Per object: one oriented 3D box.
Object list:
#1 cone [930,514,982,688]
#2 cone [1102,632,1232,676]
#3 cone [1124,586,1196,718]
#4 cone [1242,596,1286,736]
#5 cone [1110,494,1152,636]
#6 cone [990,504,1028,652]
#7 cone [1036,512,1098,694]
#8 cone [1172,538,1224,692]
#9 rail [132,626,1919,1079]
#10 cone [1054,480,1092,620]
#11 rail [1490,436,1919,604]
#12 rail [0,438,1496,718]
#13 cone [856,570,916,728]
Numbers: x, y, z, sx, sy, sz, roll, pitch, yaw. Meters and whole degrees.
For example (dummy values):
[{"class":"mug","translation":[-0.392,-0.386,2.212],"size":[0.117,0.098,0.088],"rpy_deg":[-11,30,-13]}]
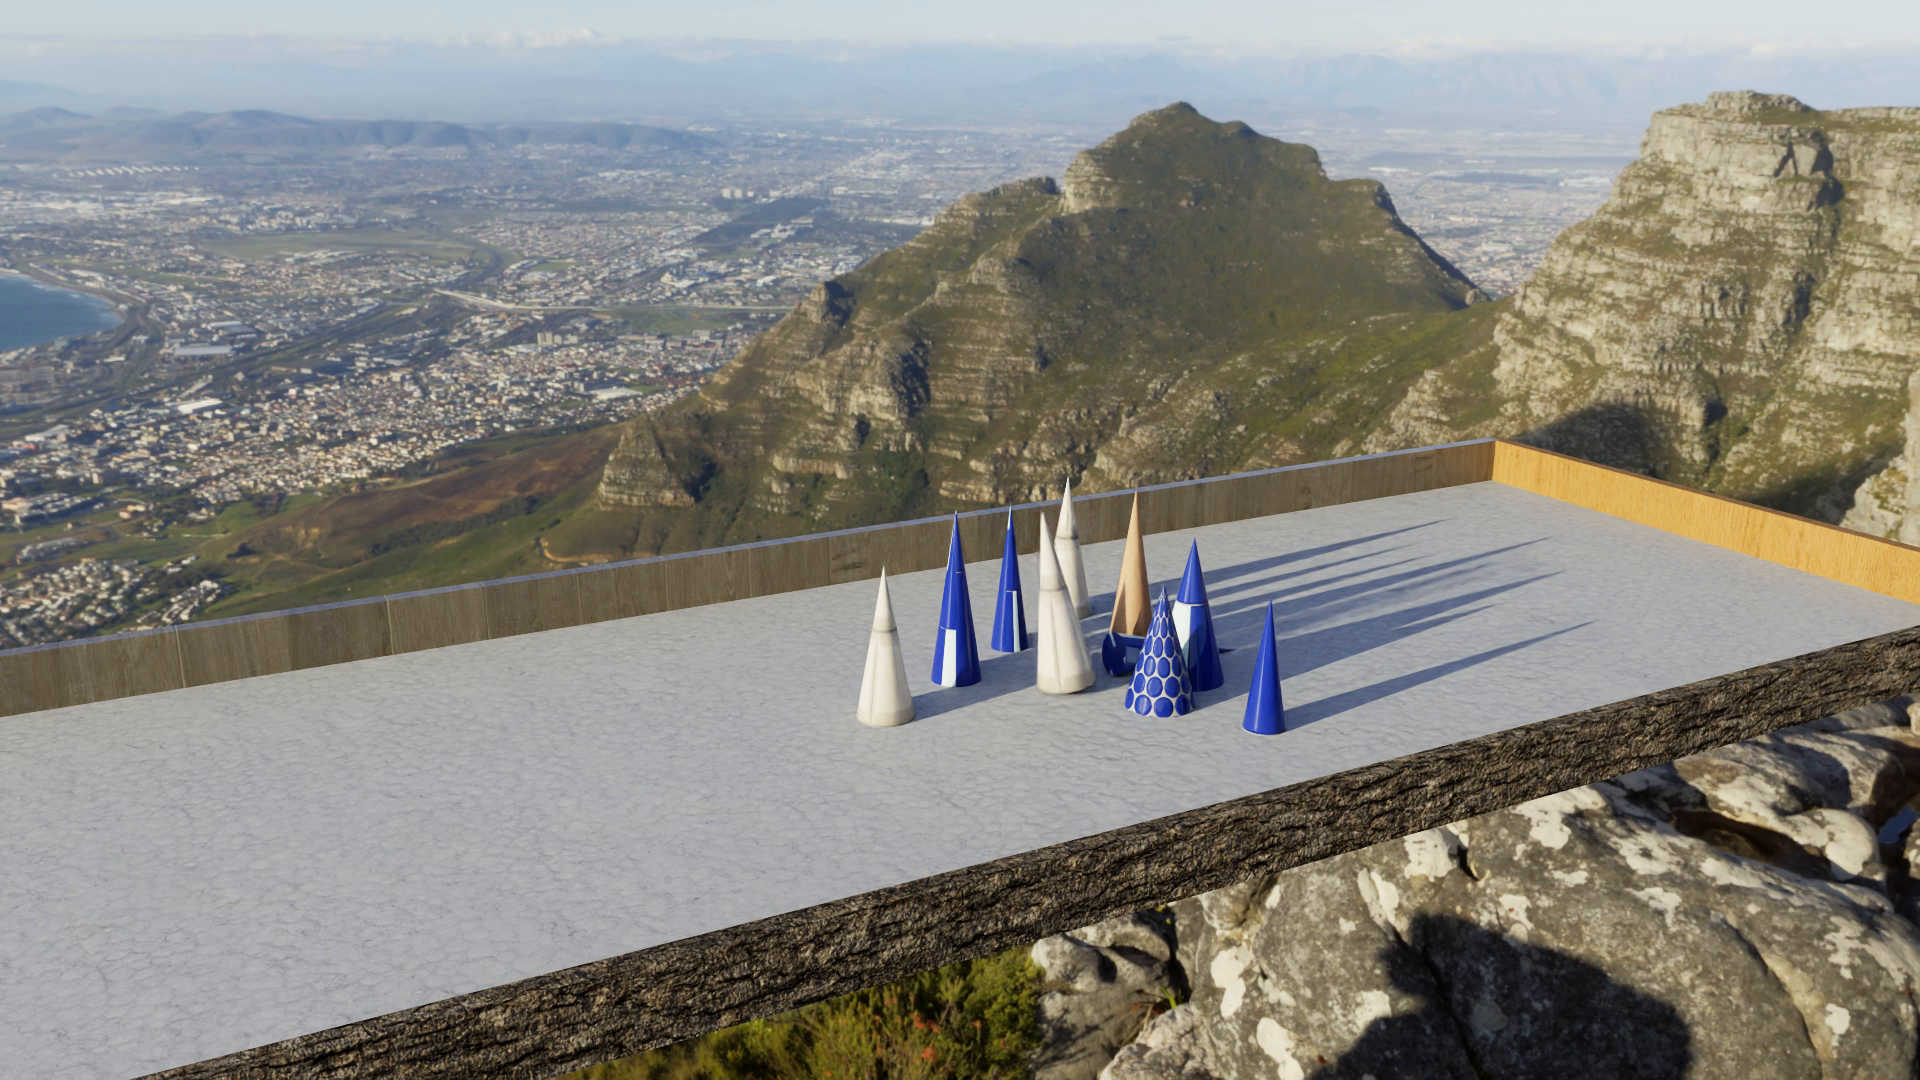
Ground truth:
[{"class":"cone","translation":[-0.010,0.136,4.106],"size":[0.129,0.444,0.129],"rpy_deg":[0,16,0]},{"class":"cone","translation":[0.561,0.290,4.273],"size":[0.388,0.109,0.109],"rpy_deg":[0,14,-28]},{"class":"cone","translation":[0.485,0.250,3.960],"size":[0.177,0.307,0.177],"rpy_deg":[0,16,0]},{"class":"cone","translation":[0.711,0.284,3.816],"size":[0.101,0.323,0.101],"rpy_deg":[0,16,0]},{"class":"cone","translation":[0.454,0.078,4.308],"size":[0.132,0.441,0.132],"rpy_deg":[0,16,0]},{"class":"cone","translation":[0.132,0.092,4.340],"size":[0.102,0.396,0.102],"rpy_deg":[0,16,0]},{"class":"cone","translation":[0.232,0.137,4.049],"size":[0.151,0.455,0.151],"rpy_deg":[-8,14,2]},{"class":"cone","translation":[0.578,0.171,4.111],"size":[0.179,0.373,0.179],"rpy_deg":[0,16,0]},{"class":"rail","translation":[-2.336,1.006,1.665],"size":[12.000,0.150,0.050],"rpy_deg":[-9,18,-27]},{"class":"cone","translation":[0.298,0.014,4.603],"size":[0.146,0.397,0.146],"rpy_deg":[0,16,0]},{"class":"rail","translation":[2.466,-0.048,5.253],"size":[0.050,0.150,2.100],"rpy_deg":[-9,18,-27]},{"class":"rail","translation":[-3.305,0.497,3.399],"size":[12.000,0.150,0.050],"rpy_deg":[-9,18,-27]},{"class":"cone","translation":[-0.177,0.239,3.876],"size":[0.141,0.376,0.141],"rpy_deg":[0,16,0]}]
